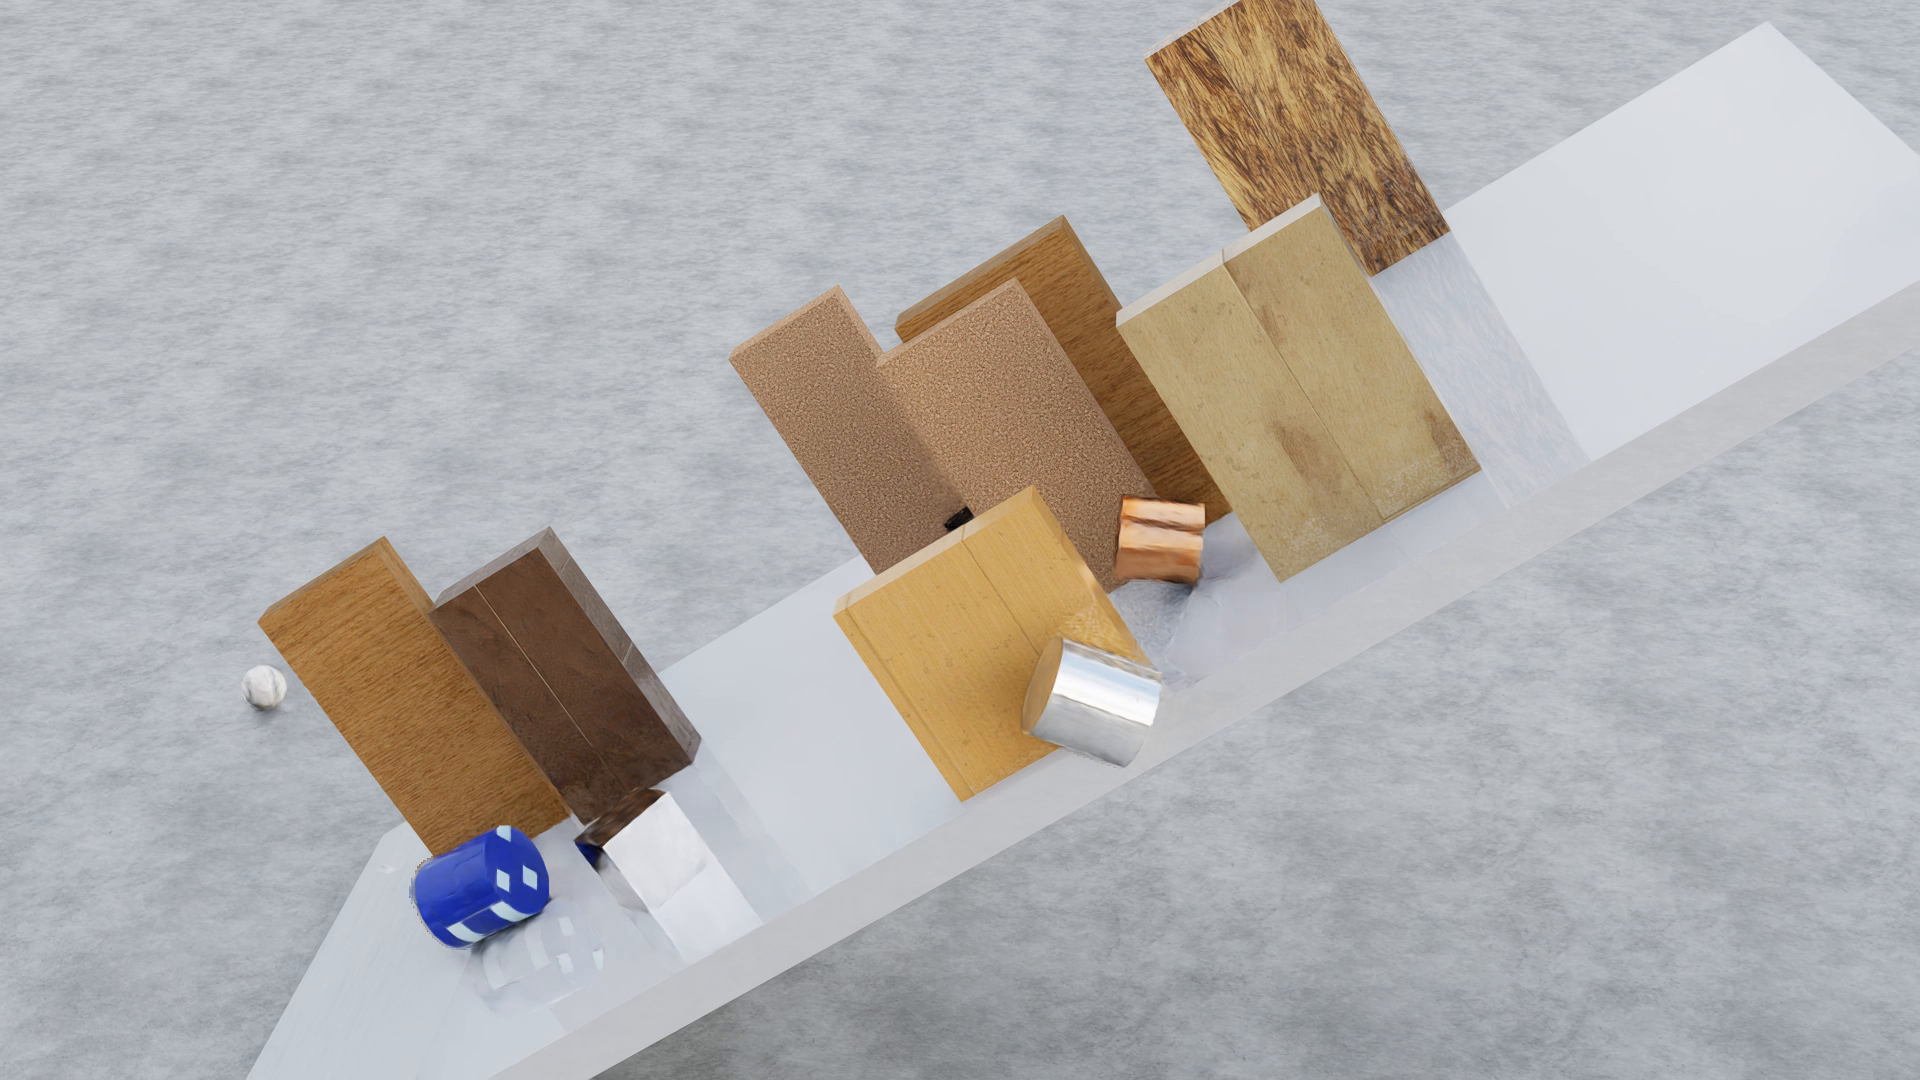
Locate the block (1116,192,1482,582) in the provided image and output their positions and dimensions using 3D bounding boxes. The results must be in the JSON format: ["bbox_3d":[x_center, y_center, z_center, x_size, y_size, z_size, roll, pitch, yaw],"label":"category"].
[{"bbox_3d":[0.617,-0.272,5.356,0.424,0.576,0.102,-30,15,13],"label":"block"}]

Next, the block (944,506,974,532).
[{"bbox_3d":[0.061,-0.020,6.622,0.121,0.121,0.121,-38,15,-14],"label":"block"}]

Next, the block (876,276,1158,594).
[{"bbox_3d":[0.145,-0.174,5.903,0.326,0.646,0.083,-30,15,13],"label":"block"}]

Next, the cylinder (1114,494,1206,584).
[{"bbox_3d":[0.385,0.000,5.680,0.158,0.158,0.158,6,20,2],"label":"cylinder"}]

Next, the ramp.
[{"bbox_3d":[0.140,0.170,6.293,4.000,0.100,2.000,-30,15,13],"label":"ramp"}]

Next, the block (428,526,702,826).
[{"bbox_3d":[-0.887,0.309,6.639,0.303,0.607,0.139,-30,15,13],"label":"block"}]

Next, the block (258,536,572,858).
[{"bbox_3d":[-1.249,0.398,6.803,0.335,0.771,0.098,-30,15,13],"label":"block"}]

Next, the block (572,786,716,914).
[{"bbox_3d":[-0.641,0.628,5.968,0.174,0.174,0.174,-40,16,-22],"label":"block"}]

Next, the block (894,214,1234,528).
[{"bbox_3d":[0.221,-0.262,5.951,0.394,0.681,0.108,-30,15,13],"label":"block"}]

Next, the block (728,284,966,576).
[{"bbox_3d":[-0.210,-0.213,6.689,0.287,0.689,0.088,-30,15,13],"label":"block"}]

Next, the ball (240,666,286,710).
[{"bbox_3d":[-2.052,0.434,8.665,0.130,0.130,0.130,0,20,0],"label":"ball"}]

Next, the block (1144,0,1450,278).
[{"bbox_3d":[0.778,-0.920,6.779,0.392,0.711,0.108,-30,15,13],"label":"block"}]

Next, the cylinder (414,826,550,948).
[{"bbox_3d":[-1.032,0.749,6.354,0.204,0.204,0.204,-27,9,25],"label":"cylinder"}]

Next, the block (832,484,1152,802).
[{"bbox_3d":[0.067,0.192,5.344,0.424,0.432,0.087,-30,15,13],"label":"block"}]

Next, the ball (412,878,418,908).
[{"bbox_3d":[-1.190,0.799,6.700,0.117,0.117,0.117,0,20,0],"label":"ball"}]

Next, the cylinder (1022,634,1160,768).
[{"bbox_3d":[0.230,0.282,5.169,0.186,0.186,0.186,20,17,-11],"label":"cylinder"}]
